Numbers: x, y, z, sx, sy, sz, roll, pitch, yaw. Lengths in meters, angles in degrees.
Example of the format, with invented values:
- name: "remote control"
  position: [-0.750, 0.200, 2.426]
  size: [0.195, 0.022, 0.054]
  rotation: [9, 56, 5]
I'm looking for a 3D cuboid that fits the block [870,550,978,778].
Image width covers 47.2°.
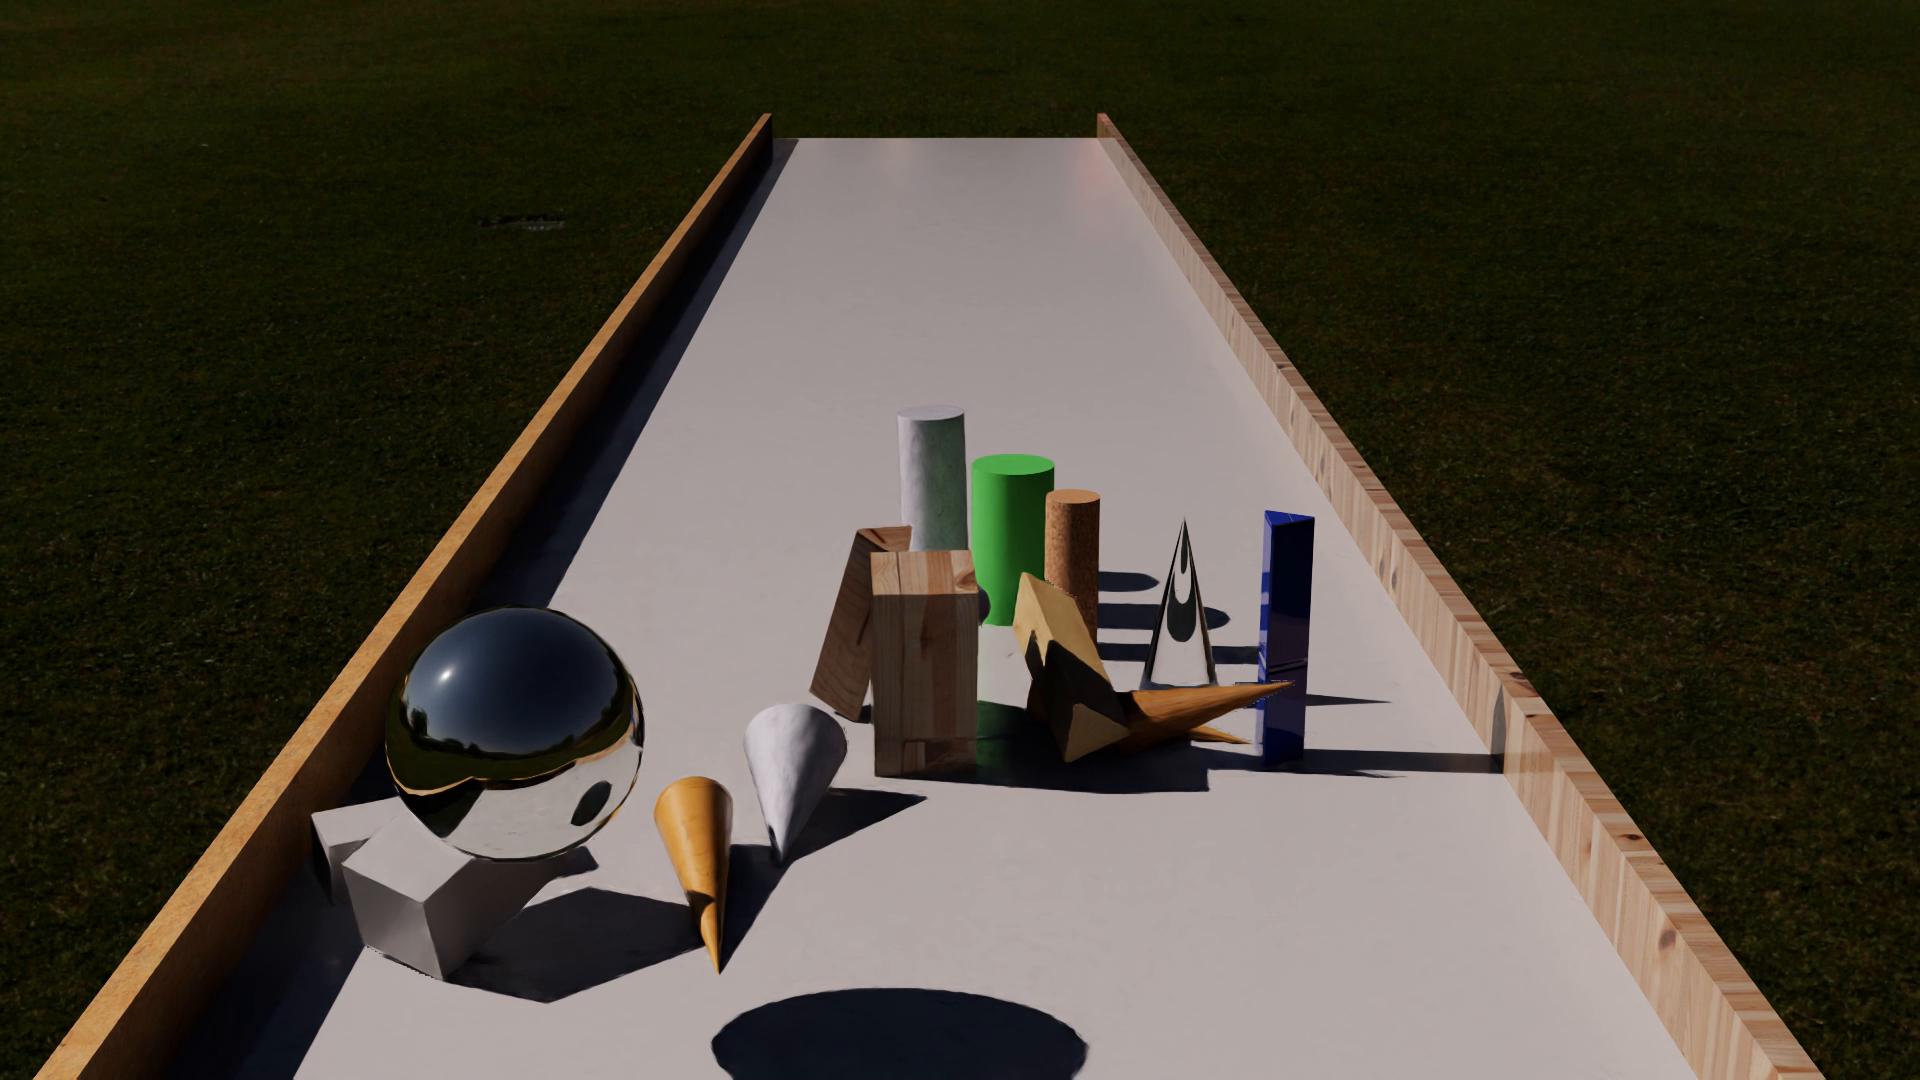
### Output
- name: "block"
  position: [-0.064, 0.216, 3.852]
  size: [0.178, 0.350, 0.178]
  rotation: [-1, 24, -4]

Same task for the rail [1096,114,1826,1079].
- name: "rail"
  position: [0.932, -0.844, 7.801]
  size: [0.050, 0.150, 12.000]
  rotation: [0, 17, -1]

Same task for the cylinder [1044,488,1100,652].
- name: "cylinder"
  position: [0.225, 0.069, 4.423]
  size: [0.108, 0.326, 0.108]
  rotation: [0, 17, 0]

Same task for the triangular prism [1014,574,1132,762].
- name: "triangular prism"
  position: [0.179, 0.210, 3.951]
  size: [0.126, 0.109, 0.417]
  rotation: [-25, 34, 3]

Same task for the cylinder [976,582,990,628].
- name: "cylinder"
  position: [-0.050, 0.191, 4.071]
  size: [0.105, 0.303, 0.105]
  rotation: [13, 52, -18]

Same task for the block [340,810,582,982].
- name: "block"
  position: [-0.722, 0.464, 3.210]
  size: [0.156, 0.156, 0.302]
  rotation: [18, 41, 27]

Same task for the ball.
- name: "ball"
  position: [-0.576, 0.251, 2.857]
  size: [0.334, 0.334, 0.334]
  rotation: [0, 17, 0]

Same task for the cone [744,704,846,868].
- name: "cone"
  position: [-0.284, 0.435, 3.614]
  size: [0.176, 0.176, 0.324]
  rotation: [0, 32, 1]

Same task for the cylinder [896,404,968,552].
- name: "cylinder"
  position: [-0.059, -0.100, 4.891]
  size: [0.149, 0.378, 0.149]
  rotation: [-2, 16, 1]

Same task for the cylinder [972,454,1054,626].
- name: "cylinder"
  position: [0.111, -0.001, 4.653]
  size: [0.174, 0.329, 0.174]
  rotation: [0, 17, 0]

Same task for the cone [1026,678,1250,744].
- name: "cone"
  position: [0.337, 0.327, 4.029]
  size: [0.417, 0.113, 0.113]
  rotation: [12, 19, 13]

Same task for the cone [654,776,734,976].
- name: "cone"
  position: [-0.386, 0.530, 3.333]
  size: [0.129, 0.129, 0.455]
  rotation: [-3, 25, -10]

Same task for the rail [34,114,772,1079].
- name: "rail"
  position: [-1.118, -0.838, 7.780]
  size: [0.050, 0.150, 12.000]
  rotation: [0, 17, -1]

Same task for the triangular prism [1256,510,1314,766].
- name: "triangular prism"
  position: [0.554, 0.171, 3.872]
  size: [0.091, 0.445, 0.079]
  rotation: [-9, 19, -29]

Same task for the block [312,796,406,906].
- name: "block"
  position: [-0.847, 0.469, 3.444]
  size: [0.304, 0.105, 0.105]
  rotation: [-9, 26, -28]

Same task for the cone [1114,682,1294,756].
- name: "cone"
  position: [0.435, 0.287, 3.859]
  size: [0.328, 0.118, 0.118]
  rotation: [-16, 9, 24]

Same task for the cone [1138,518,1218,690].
- name: "cone"
  position: [0.420, 0.126, 4.167]
  size: [0.161, 0.362, 0.161]
  rotation: [0, 17, 0]

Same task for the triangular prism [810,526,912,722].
- name: "triangular prism"
  position: [-0.163, 0.143, 4.034]
  size: [0.111, 0.384, 0.096]
  rotation: [32, 37, 19]
